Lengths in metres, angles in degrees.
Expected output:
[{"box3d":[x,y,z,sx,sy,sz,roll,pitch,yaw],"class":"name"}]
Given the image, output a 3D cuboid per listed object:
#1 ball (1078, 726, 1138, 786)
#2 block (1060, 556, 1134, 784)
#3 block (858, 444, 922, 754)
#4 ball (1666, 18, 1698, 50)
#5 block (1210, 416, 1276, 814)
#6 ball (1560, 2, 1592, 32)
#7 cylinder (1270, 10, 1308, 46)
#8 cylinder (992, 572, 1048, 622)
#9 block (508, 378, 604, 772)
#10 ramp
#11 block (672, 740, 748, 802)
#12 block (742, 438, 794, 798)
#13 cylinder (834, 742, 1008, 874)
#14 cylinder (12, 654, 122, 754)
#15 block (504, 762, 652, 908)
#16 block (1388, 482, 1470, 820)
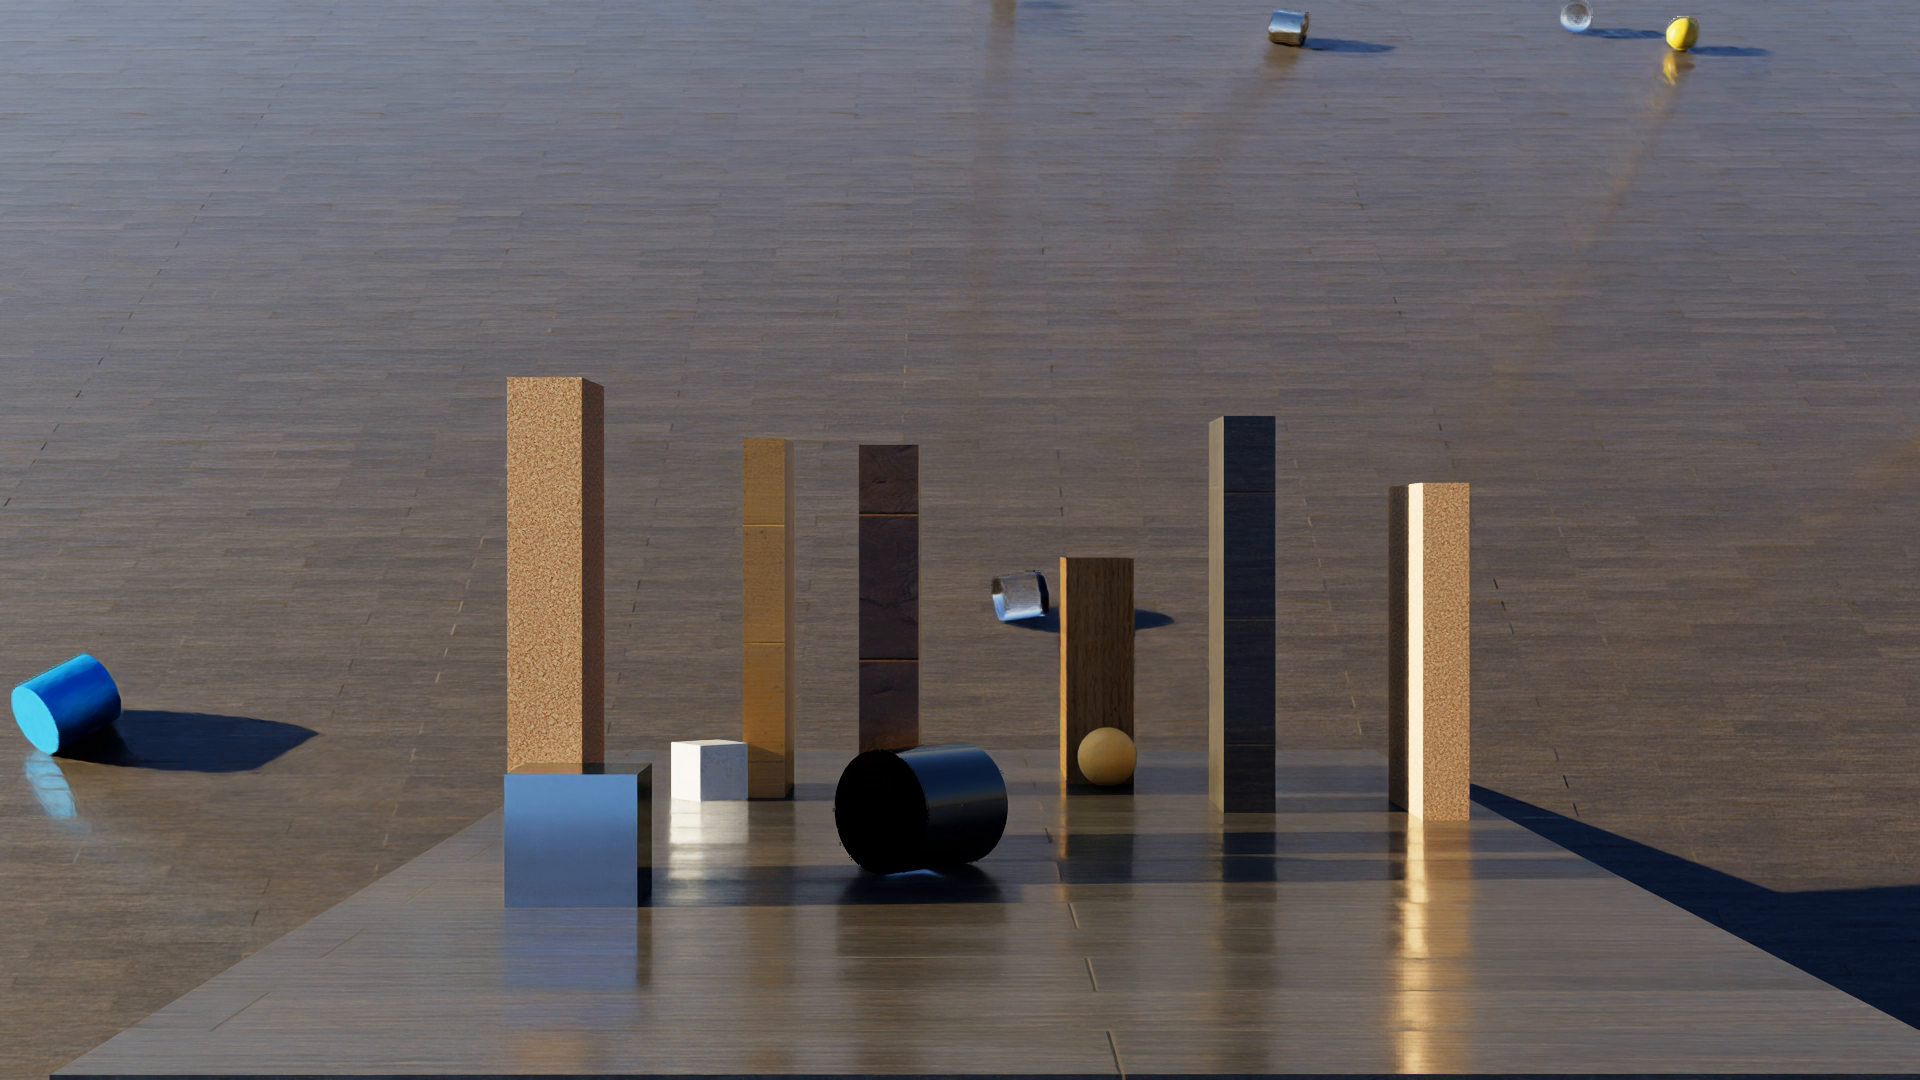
[{"box3d":[0.323,0.476,5.679,0.131,0.131,0.131,0,30,0],"class":"ball"},{"box3d":[0.312,0.291,5.940,0.147,0.501,0.393,0,0,0],"class":"block"},{"box3d":[-0.122,0.190,4.588,0.102,0.707,0.316,0,0,0],"class":"block"},{"box3d":[3.242,-2.267,11.608,0.140,0.140,0.140,0,30,0],"class":"ball"},{"box3d":[0.575,0.148,5.284,0.103,0.789,0.297,0,0,0],"class":"block"},{"box3d":[2.814,-2.388,11.822,0.137,0.137,0.137,0,30,0],"class":"ball"},{"box3d":[1.484,-2.310,11.678,0.141,0.141,0.141,12,32,19],"class":"cylinder"},{"box3d":[0.172,0.161,7.360,0.127,0.127,0.127,-8,31,-14],"class":"cylinder"},{"box3d":[-0.648,0.145,4.163,0.116,0.799,0.255,0,0,0],"class":"block"},{"box3d":[0.066,0.594,4.648,2.000,0.100,4.000,0,0,0],"class":"ramp"},{"box3d":[-0.527,0.484,5.442,0.116,0.116,0.116,0,0,-37],"class":"block"},{"box3d":[-0.413,0.164,5.599,0.088,0.756,0.308,0,0,0],"class":"block"},{"box3d":[-0.064,0.443,4.287,0.204,0.204,0.204,26,17,38],"class":"cylinder"},{"box3d":[-2.353,0.432,6.817,0.195,0.195,0.195,21,36,32],"class":"cylinder"},{"box3d":[-0.578,0.446,3.938,0.197,0.197,0.197,0,0,0],"class":"block"},{"box3d":[0.940,0.216,5.204,0.090,0.653,0.395,0,0,0],"class":"block"}]
